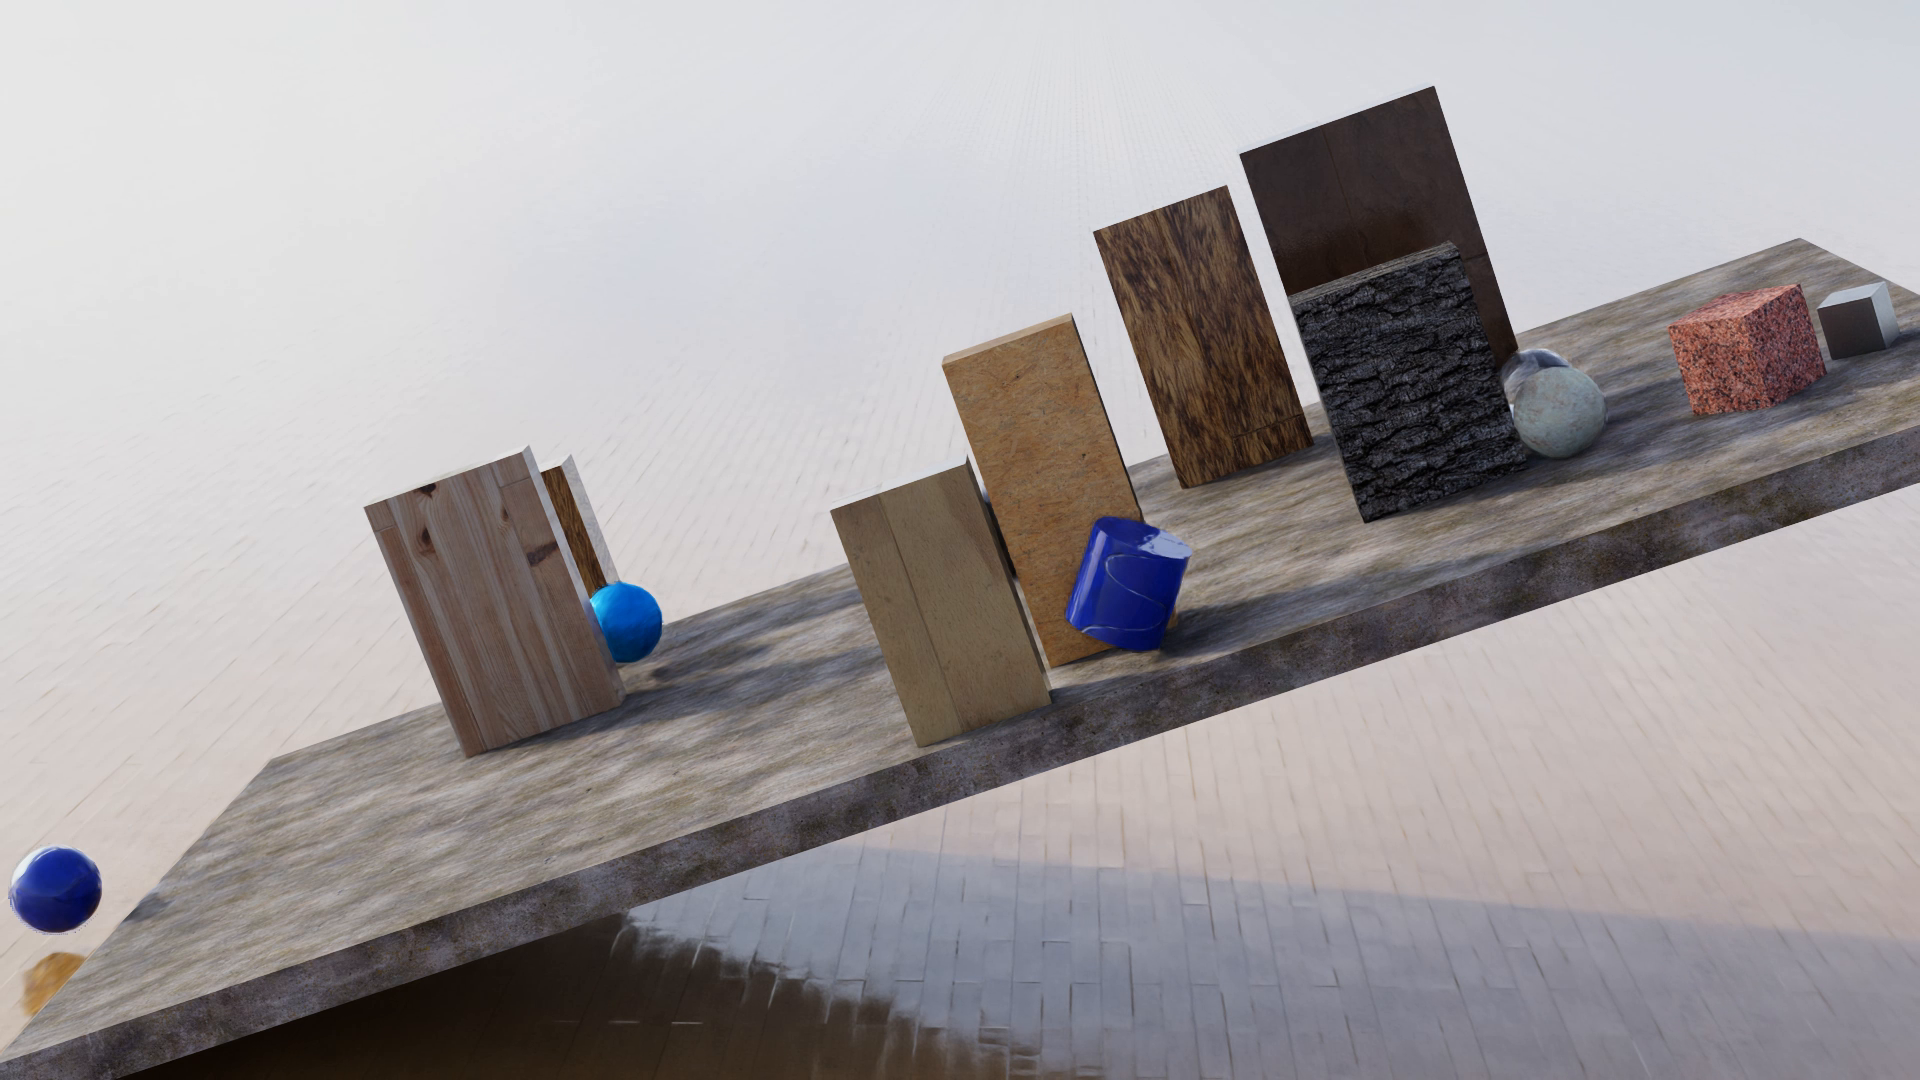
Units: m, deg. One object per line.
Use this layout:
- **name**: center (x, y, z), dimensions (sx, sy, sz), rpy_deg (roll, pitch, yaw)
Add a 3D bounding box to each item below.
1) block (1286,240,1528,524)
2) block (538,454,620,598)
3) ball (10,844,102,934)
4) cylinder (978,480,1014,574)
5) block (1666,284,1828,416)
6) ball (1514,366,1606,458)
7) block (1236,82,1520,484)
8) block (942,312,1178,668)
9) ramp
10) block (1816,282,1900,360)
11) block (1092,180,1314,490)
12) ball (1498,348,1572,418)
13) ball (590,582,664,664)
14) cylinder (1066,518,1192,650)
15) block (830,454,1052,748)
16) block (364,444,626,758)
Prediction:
- **block**: center (0.889, -0.314, 5.846), dimensions (0.340, 0.461, 0.140), rpy_deg (-19, 11, 6)
- **block**: center (-1.043, 0.083, 7.250), dimensions (0.346, 0.487, 0.149), rpy_deg (-19, 11, 6)
- **ball**: center (-1.972, 0.762, 6.421), dimensions (0.193, 0.193, 0.193), rpy_deg (0, 13, 0)
- **cylinder**: center (0.071, -0.023, 6.555), dimensions (0.197, 0.197, 0.197), rpy_deg (4, 20, 18)
- **block**: center (1.527, -0.368, 5.707), dimensions (0.186, 0.186, 0.186), rpy_deg (-28, 13, -34)
- **ball**: center (1.177, -0.252, 5.776), dimensions (0.179, 0.179, 0.179), rpy_deg (0, 13, 0)
- **block**: center (0.900, -0.538, 6.184), dimensions (0.422, 0.737, 0.118), rpy_deg (-19, 11, 6)
- **block**: center (0.192, -0.094, 5.593), dimensions (0.258, 0.619, 0.105), rpy_deg (-19, 11, 6)
- **ramp**: center (0.112, 0.178, 6.301), dimensions (4.000, 0.100, 2.000), rpy_deg (-19, 11, 6)
- **block**: center (1.768, -0.431, 5.786), dimensions (0.109, 0.109, 0.109), rpy_deg (-12, 14, 35)
- **block**: center (0.556, -0.466, 6.720), dimensions (0.319, 0.629, 0.095), rpy_deg (-19, 11, 6)
- **ball**: center (1.188, -0.311, 6.063), dimensions (0.170, 0.170, 0.170), rpy_deg (0, 13, 0)
- **ball**: center (-0.786, 0.194, 6.850), dimensions (0.188, 0.188, 0.188), rpy_deg (0, 13, 0)
- **cylinder**: center (0.313, 0.081, 5.471), dimensions (0.188, 0.188, 0.188), rpy_deg (16, 16, -5)
- **block**: center (-0.032, 0.112, 5.382), dimensions (0.260, 0.472, 0.100), rpy_deg (-19, 11, 6)
- **block**: center (-1.046, 0.140, 6.643), dimensions (0.382, 0.617, 0.092), rpy_deg (-19, 11, 6)
